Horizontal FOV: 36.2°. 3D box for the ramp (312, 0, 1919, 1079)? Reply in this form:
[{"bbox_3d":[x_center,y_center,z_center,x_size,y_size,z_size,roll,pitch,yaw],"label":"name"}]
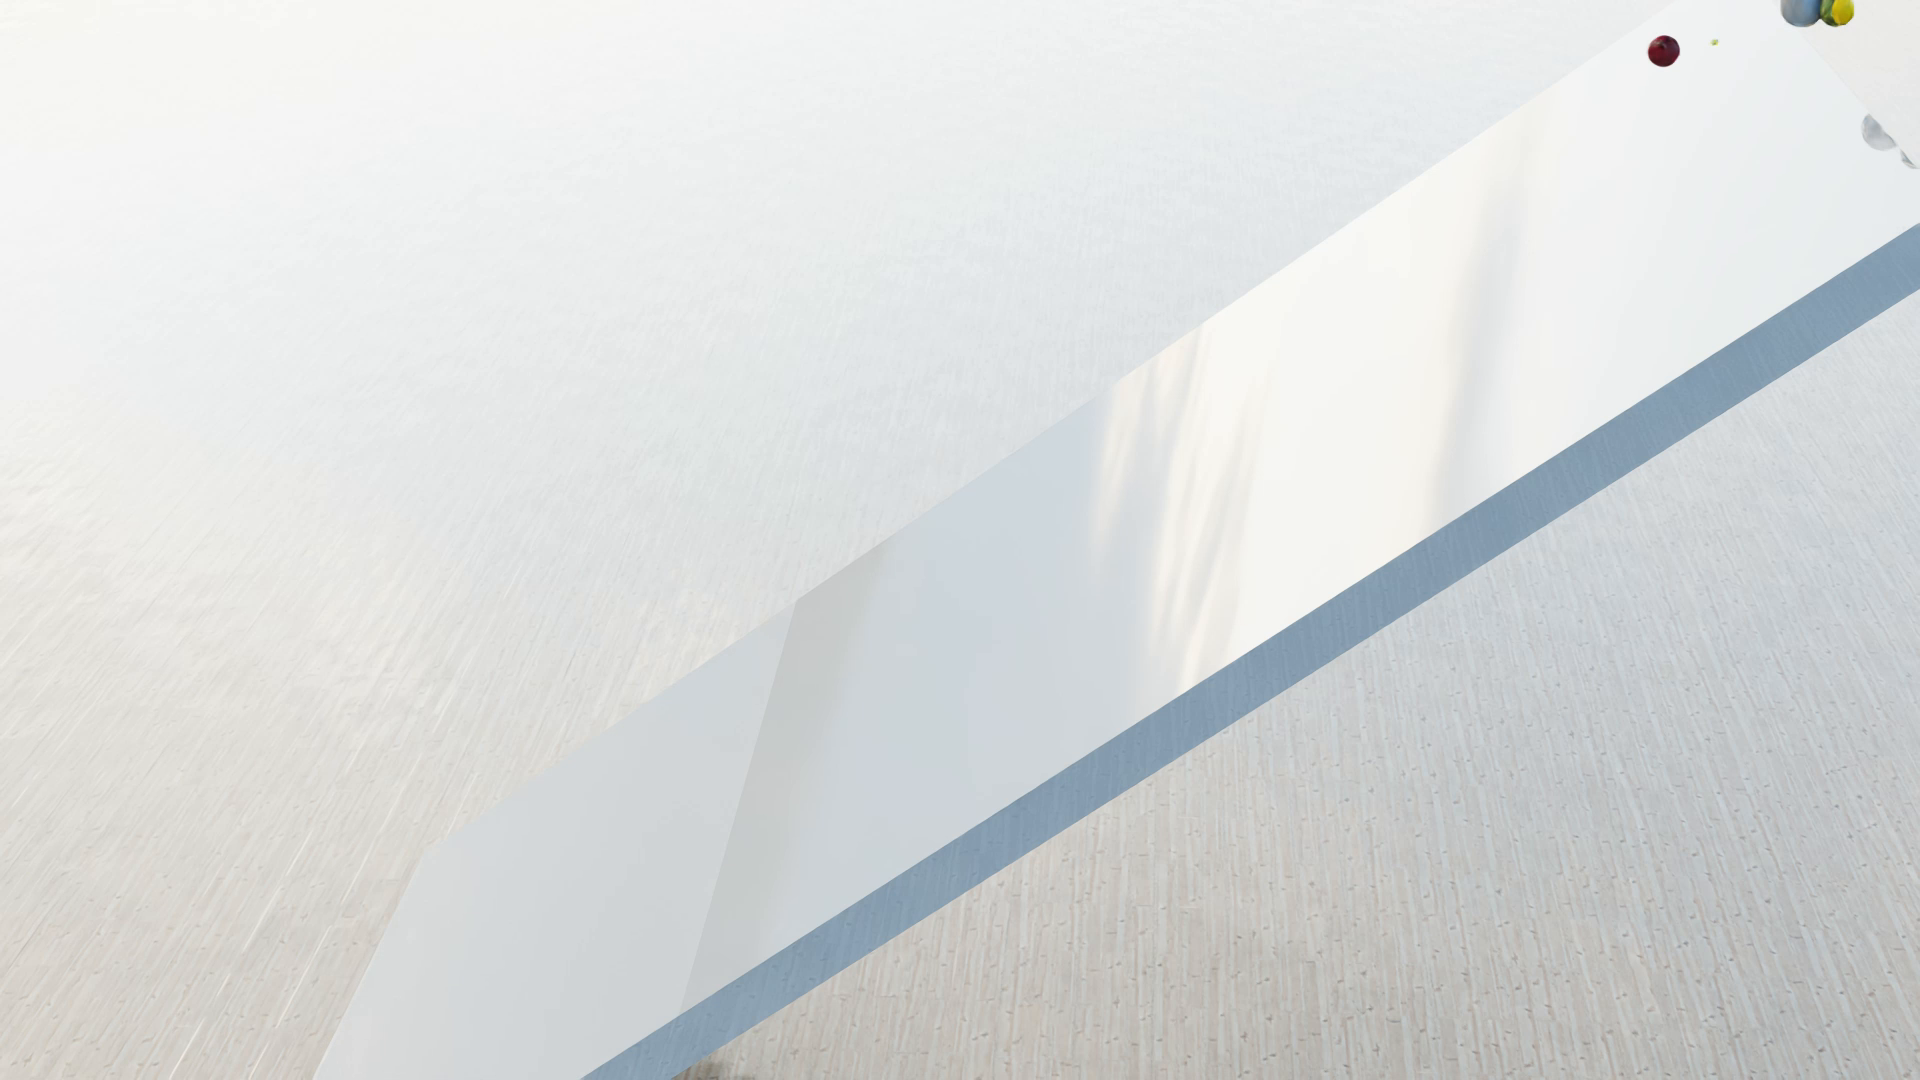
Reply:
[{"bbox_3d":[0.130,0.178,6.320,4.000,0.100,2.000,-34,16,16],"label":"ramp"}]
